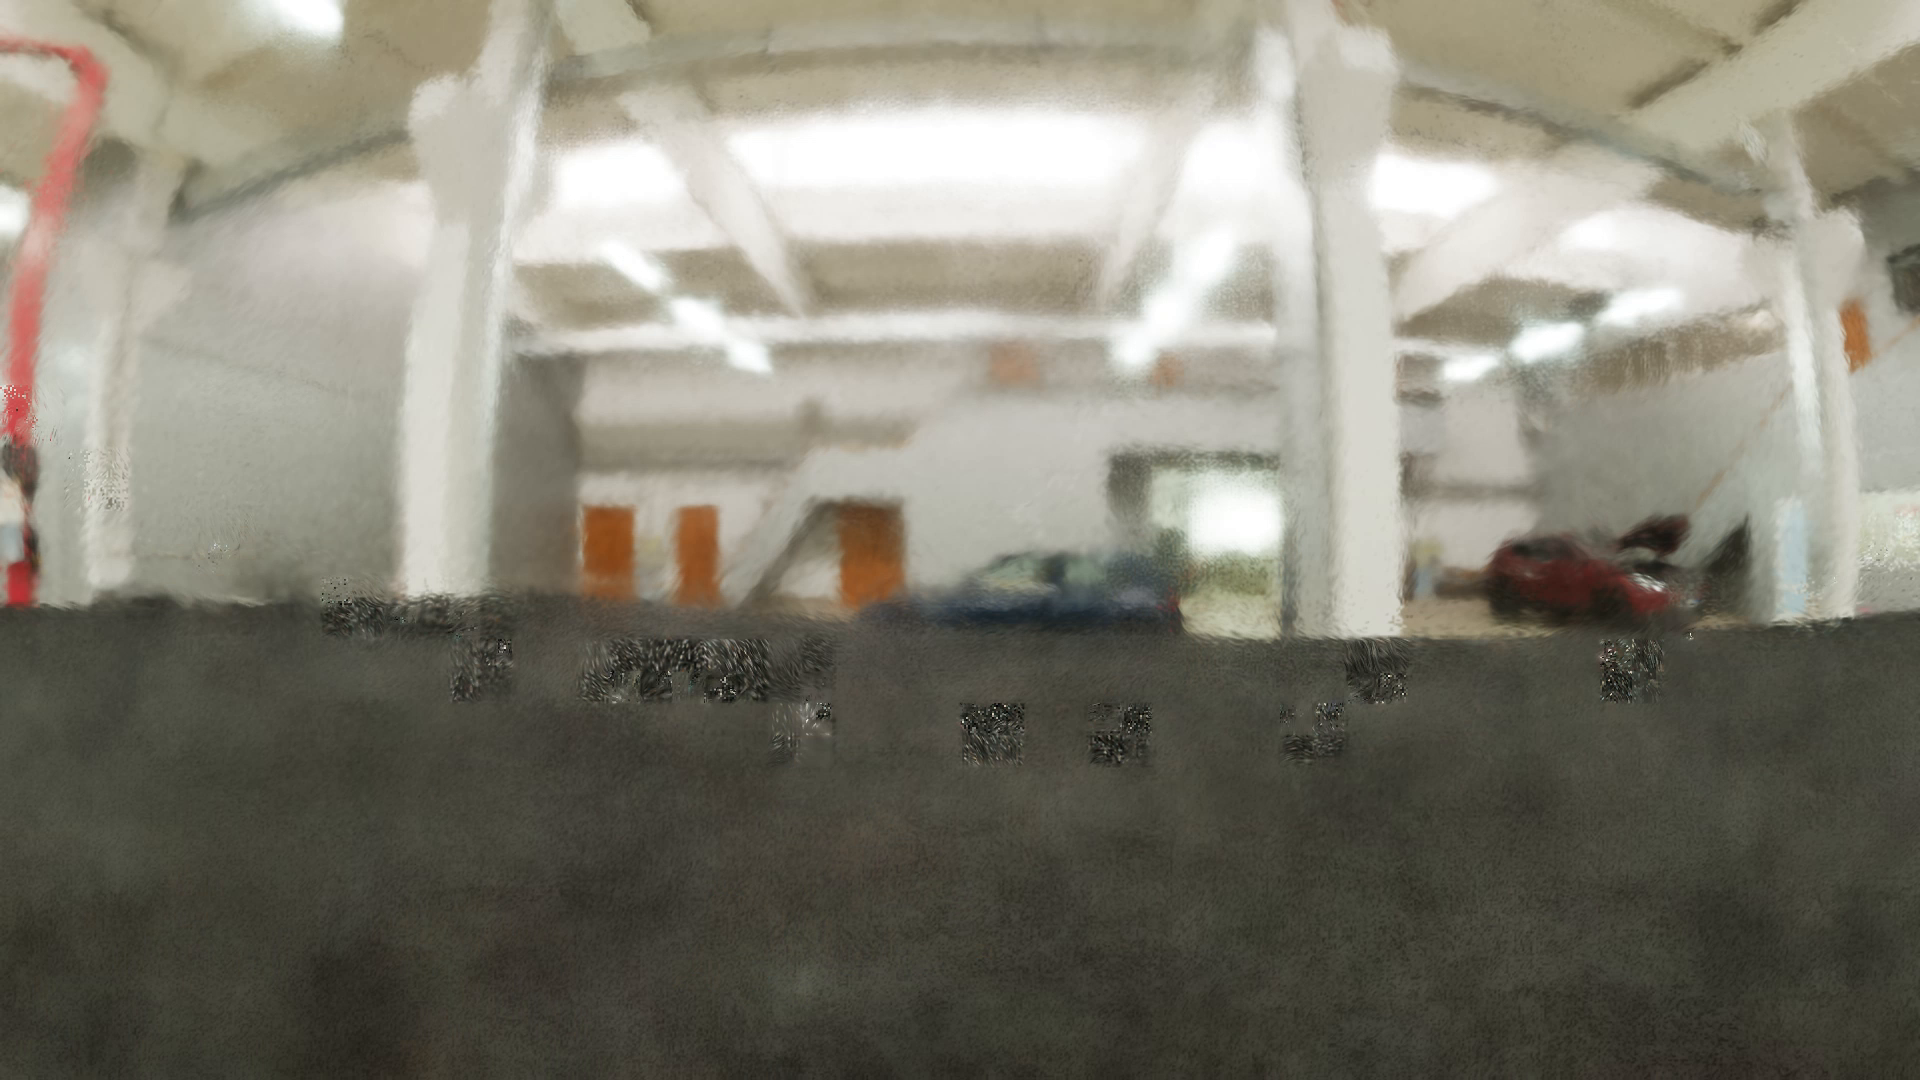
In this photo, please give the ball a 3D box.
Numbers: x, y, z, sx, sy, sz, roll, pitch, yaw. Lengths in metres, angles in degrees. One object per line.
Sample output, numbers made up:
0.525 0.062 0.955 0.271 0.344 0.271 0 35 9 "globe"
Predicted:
0.001 -0.002 0.054 0.080 0.080 0.080 0 4 0 "ball"
